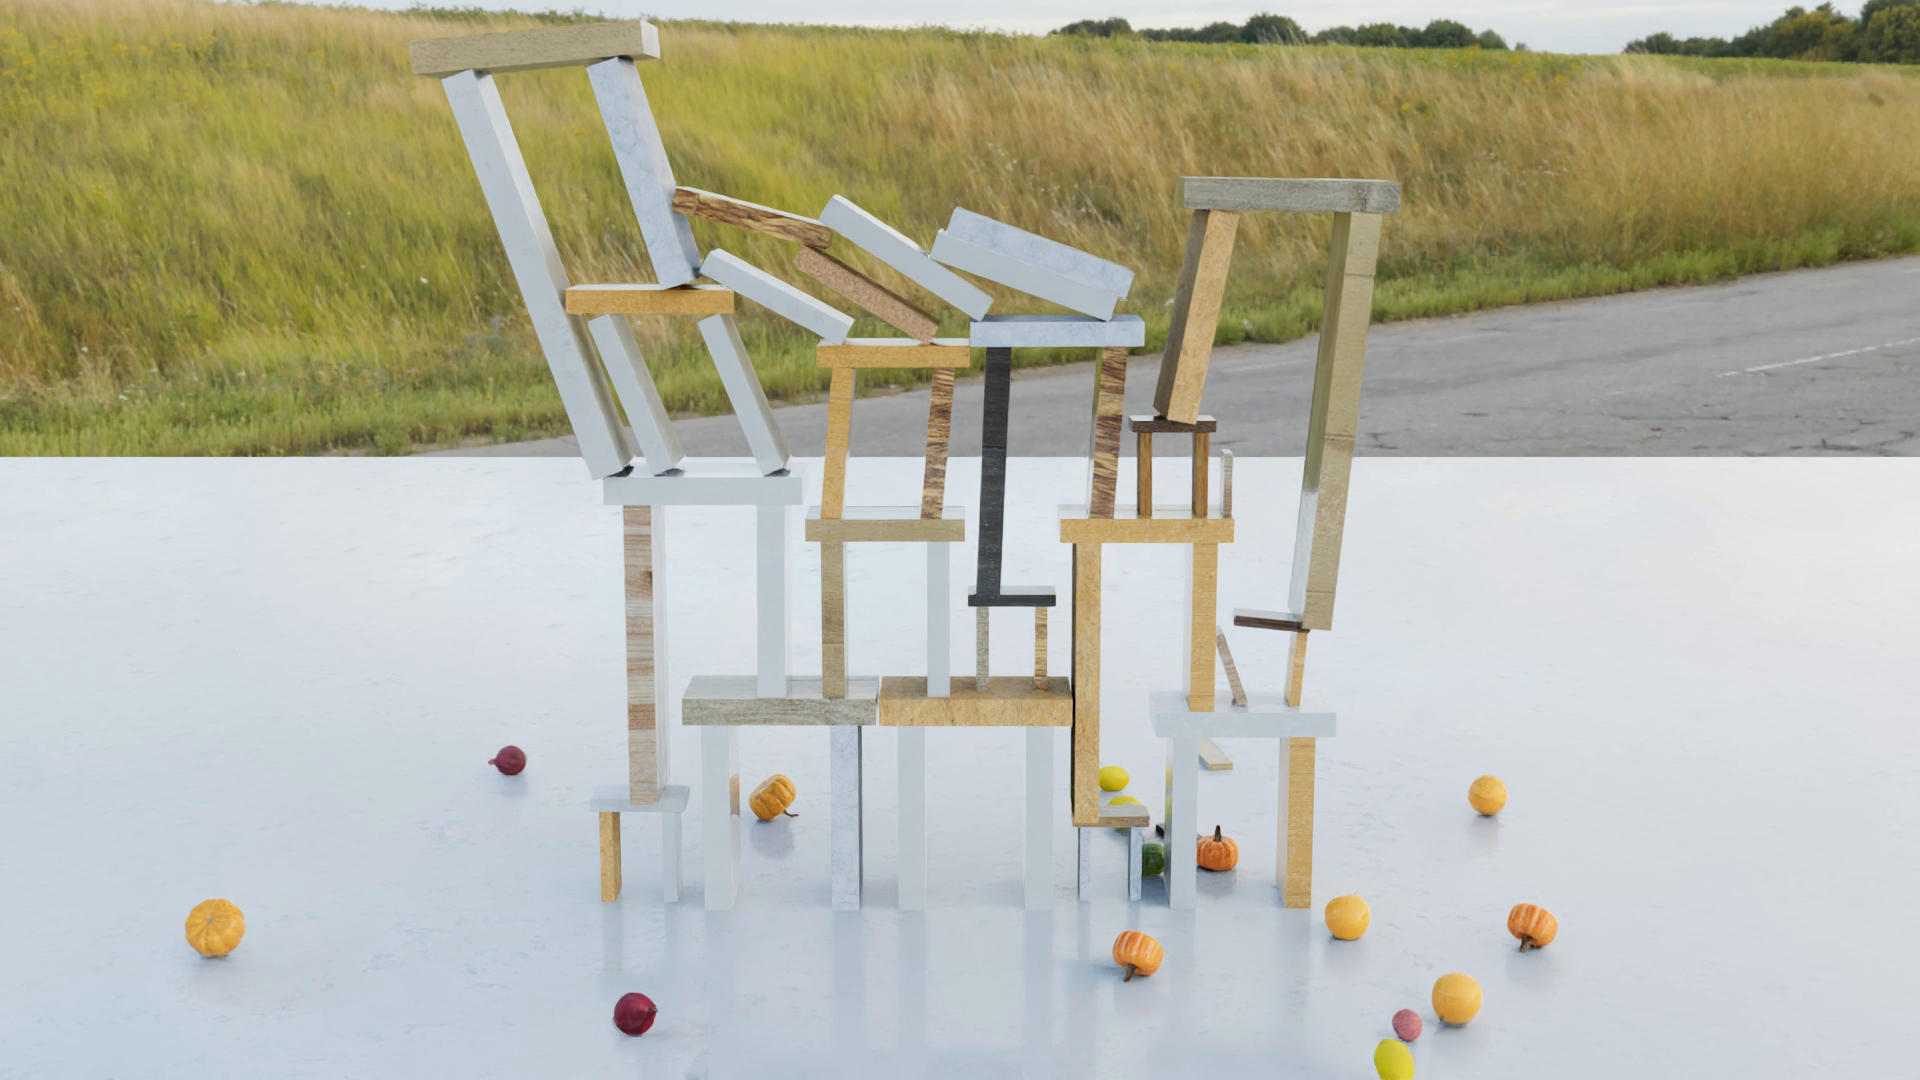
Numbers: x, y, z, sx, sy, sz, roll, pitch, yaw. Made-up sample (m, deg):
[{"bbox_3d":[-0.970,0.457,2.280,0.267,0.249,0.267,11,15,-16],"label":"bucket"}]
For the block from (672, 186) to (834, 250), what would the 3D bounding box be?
[{"bbox_3d":[-0.323,-0.508,3.468,0.247,0.035,0.123,14,10,-2],"label":"block"}]

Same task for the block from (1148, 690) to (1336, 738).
[{"bbox_3d":[0.461,0.285,3.612,0.290,0.041,0.145,0,11,0],"label":"block"}]

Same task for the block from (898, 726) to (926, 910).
[{"bbox_3d":[-0.078,0.438,3.638,0.044,0.311,0.155,0,11,0],"label":"block"}]

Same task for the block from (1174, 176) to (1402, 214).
[{"bbox_3d":[0.511,-0.544,3.456,0.331,0.047,0.166,1,10,0],"label":"block"}]

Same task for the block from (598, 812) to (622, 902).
[{"bbox_3d":[-0.580,0.514,3.652,0.022,0.155,0.077,0,11,0],"label":"block"}]

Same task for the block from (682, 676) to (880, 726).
[{"bbox_3d":[-0.291,0.262,3.607,0.311,0.044,0.156,0,11,0],"label":"block"}]

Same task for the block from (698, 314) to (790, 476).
[{"bbox_3d":[-0.344,-0.239,3.518,0.037,0.262,0.131,-22,10,4],"label":"block"}]

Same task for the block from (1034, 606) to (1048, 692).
[{"bbox_3d":[0.131,0.171,3.597,0.020,0.142,0.071,0,11,0],"label":"block"}]

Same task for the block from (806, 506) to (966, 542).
[{"bbox_3d":[-0.119,-0.027,3.553,0.254,0.036,0.127,0,11,0],"label":"block"}]

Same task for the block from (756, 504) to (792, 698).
[{"bbox_3d":[-0.302,0.085,3.580,0.044,0.314,0.157,1,11,0],"label":"block"}]

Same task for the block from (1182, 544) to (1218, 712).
[{"bbox_3d":[0.391,0.128,3.587,0.039,0.276,0.138,0,11,0],"label":"block"}]

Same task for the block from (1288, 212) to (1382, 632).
[{"bbox_3d":[0.597,-0.194,3.520,0.047,0.658,0.166,5,10,0],"label":"block"}]

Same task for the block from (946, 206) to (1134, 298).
[{"bbox_3d":[0.126,-0.456,3.480,0.297,0.042,0.149,19,10,-2],"label":"block"}]

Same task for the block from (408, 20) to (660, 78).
[{"bbox_3d":[-0.657,-0.762,3.421,0.354,0.050,0.177,-5,10,1],"label":"block"}]

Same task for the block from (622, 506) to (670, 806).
[{"bbox_3d":[-0.512,0.173,3.596,0.044,0.493,0.157,0,11,0],"label":"block"}]

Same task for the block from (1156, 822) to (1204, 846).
[{"bbox_3d":[0.395,0.529,3.958,0.049,0.014,0.098,-4,11,-19],"label":"block"}]

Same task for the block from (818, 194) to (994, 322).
[{"bbox_3d":[-0.082,-0.448,3.482,0.297,0.042,0.149,32,9,-5],"label":"block"}]

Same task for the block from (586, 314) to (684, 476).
[{"bbox_3d":[-0.517,-0.239,3.519,0.037,0.262,0.131,-22,10,4],"label":"block"}]

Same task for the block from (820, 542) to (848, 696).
[{"bbox_3d":[-0.204,0.116,3.580,0.036,0.254,0.127,0,11,0],"label":"block"}]

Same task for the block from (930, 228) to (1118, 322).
[{"bbox_3d":[0.100,-0.421,3.484,0.297,0.042,0.149,19,10,-3],"label":"block"}]

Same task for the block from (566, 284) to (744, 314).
[{"bbox_3d":[-0.483,-0.383,3.489,0.262,0.037,0.131,0,11,1],"label":"block"}]

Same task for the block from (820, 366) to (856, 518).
[{"bbox_3d":[-0.195,-0.164,3.533,0.034,0.239,0.120,5,10,-1],"label":"block"}]

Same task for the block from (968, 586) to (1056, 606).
[{"bbox_3d":[0.084,0.091,3.579,0.142,0.020,0.071,0,11,0],"label":"block"}]

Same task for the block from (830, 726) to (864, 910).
[{"bbox_3d":[-0.187,0.437,3.640,0.044,0.311,0.156,0,11,0],"label":"block"}]

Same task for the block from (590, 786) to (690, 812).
[{"bbox_3d":[-0.529,0.428,3.636,0.155,0.022,0.077,0,11,0],"label":"block"}]

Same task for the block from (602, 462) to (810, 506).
[{"bbox_3d":[-0.406,-0.091,3.547,0.314,0.044,0.157,0,11,0],"label":"block"}]

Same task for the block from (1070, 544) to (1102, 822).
[{"bbox_3d":[0.205,0.220,3.605,0.039,0.463,0.138,0,11,0],"label":"block"}]

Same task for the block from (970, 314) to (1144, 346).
[{"bbox_3d":[0.152,-0.333,3.499,0.272,0.039,0.136,0,11,0],"label":"block"}]

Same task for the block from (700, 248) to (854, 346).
[{"bbox_3d":[-0.287,-0.386,3.480,0.247,0.035,0.123,27,10,-5],"label":"block"}]

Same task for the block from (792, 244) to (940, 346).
[{"bbox_3d":[-0.147,-0.392,3.486,0.247,0.035,0.123,30,9,-6],"label":"block"}]

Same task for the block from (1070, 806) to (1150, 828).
[{"bbox_3d":[0.248,0.457,3.644,0.126,0.018,0.063,0,11,0],"label":"block"}]

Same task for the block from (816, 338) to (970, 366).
[{"bbox_3d":[-0.105,-0.299,3.509,0.239,0.034,0.120,0,11,0],"label":"block"}]

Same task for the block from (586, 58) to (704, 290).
[{"bbox_3d":[-0.490,-0.575,3.455,0.050,0.354,0.177,-17,10,3],"label":"block"}]

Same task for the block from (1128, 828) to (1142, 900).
[{"bbox_3d":[0.291,0.528,3.657,0.018,0.126,0.063,0,11,0],"label":"block"}]

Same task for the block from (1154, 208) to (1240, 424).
[{"bbox_3d":[0.374,-0.360,3.498,0.047,0.331,0.166,10,10,-4],"label":"block"}]

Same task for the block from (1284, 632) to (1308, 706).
[{"bbox_3d":[0.549,0.204,3.596,0.017,0.123,0.062,5,10,-1],"label":"block"}]

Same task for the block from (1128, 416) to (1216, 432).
[{"bbox_3d":[0.340,-0.186,3.527,0.133,0.019,0.067,0,11,-1],"label":"block"}]

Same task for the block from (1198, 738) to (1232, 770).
[{"bbox_3d":[0.500,0.427,4.509,0.049,0.014,0.273,-2,11,-8],"label":"block"}]

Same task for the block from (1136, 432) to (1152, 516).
[{"bbox_3d":[0.297,-0.110,3.536,0.019,0.133,0.067,-1,11,0],"label":"block"}]

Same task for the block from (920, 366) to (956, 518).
[{"bbox_3d":[-0.035,-0.164,3.534,0.034,0.239,0.120,5,10,-1],"label":"block"}]

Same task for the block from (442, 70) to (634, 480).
[{"bbox_3d":[-0.663,-0.419,3.487,0.050,0.653,0.177,-19,10,1],"label":"block"}]

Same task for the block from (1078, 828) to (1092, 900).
[{"bbox_3d":[0.206,0.528,3.657,0.018,0.126,0.063,0,11,0],"label":"block"}]

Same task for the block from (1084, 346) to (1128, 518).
[{"bbox_3d":[0.234,-0.180,3.528,0.039,0.272,0.136,4,11,-1],"label":"block"}]

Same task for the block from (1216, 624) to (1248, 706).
[{"bbox_3d":[0.439,0.205,3.597,0.017,0.123,0.062,-20,10,4],"label":"block"}]

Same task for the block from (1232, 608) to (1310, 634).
[{"bbox_3d":[0.507,0.131,3.583,0.123,0.017,0.062,6,10,3],"label":"block"}]

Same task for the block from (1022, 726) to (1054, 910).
[{"bbox_3d":[0.129,0.438,3.638,0.044,0.311,0.155,0,11,0],"label":"block"}]

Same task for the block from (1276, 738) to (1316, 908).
[{"bbox_3d":[0.555,0.447,3.643,0.041,0.290,0.145,0,11,2],"label":"block"}]

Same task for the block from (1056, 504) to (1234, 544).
[{"bbox_3d":[0.297,-0.027,3.559,0.276,0.039,0.138,0,11,0],"label":"block"}]

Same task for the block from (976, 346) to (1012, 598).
[{"bbox_3d":[0.053,-0.116,3.539,0.039,0.401,0.136,2,11,0],"label":"block"}]

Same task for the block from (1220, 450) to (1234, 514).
[{"bbox_3d":[0.429,-0.094,3.545,0.014,0.098,0.049,0,11,0],"label":"block"}]

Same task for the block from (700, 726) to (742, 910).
[{"bbox_3d":[-0.395,0.437,3.640,0.044,0.311,0.156,0,11,0],"label":"block"}]

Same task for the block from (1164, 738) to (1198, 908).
[{"bbox_3d":[0.366,0.448,3.642,0.041,0.290,0.145,0,11,1],"label":"block"}]

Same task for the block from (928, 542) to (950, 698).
[{"bbox_3d":[-0.034,0.116,3.580,0.036,0.255,0.127,0,11,0],"label":"block"}]

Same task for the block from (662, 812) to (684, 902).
[{"bbox_3d":[-0.477,0.514,3.652,0.022,0.155,0.077,0,11,0],"label":"block"}]

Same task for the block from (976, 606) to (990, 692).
[{"bbox_3d":[0.037,0.171,3.597,0.020,0.142,0.071,0,11,0],"label":"block"}]

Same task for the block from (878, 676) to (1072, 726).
[{"bbox_3d":[0.025,0.264,3.606,0.311,0.044,0.155,0,11,0],"label":"block"}]

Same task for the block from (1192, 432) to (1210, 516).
[{"bbox_3d":[0.386,-0.110,3.536,0.019,0.133,0.067,0,11,0],"label":"block"}]
